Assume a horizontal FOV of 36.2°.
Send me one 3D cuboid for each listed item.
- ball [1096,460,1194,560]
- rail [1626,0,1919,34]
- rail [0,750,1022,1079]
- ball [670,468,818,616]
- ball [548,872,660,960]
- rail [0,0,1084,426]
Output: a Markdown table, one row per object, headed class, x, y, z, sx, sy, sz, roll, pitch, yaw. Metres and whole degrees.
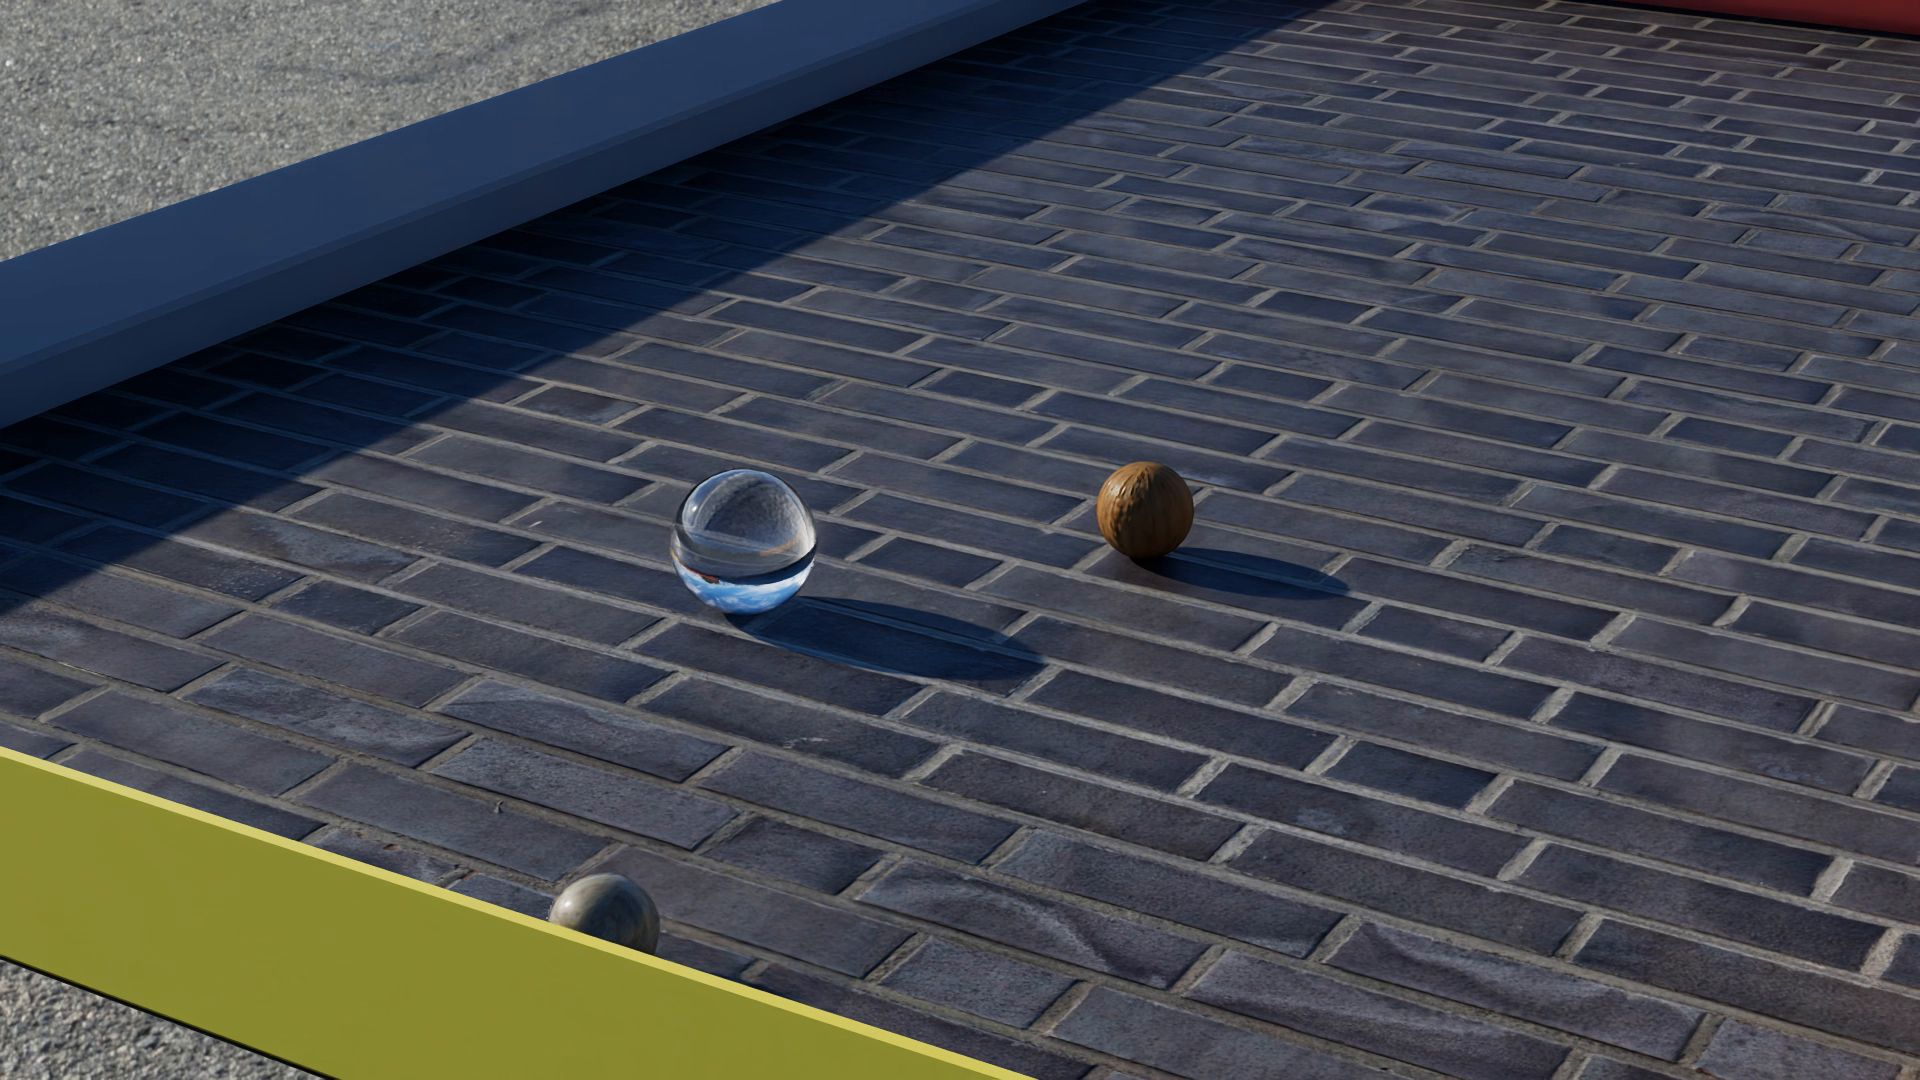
| class | x | y | z | sx | sy | sz | roll | pitch | yaw |
| --- | --- | --- | --- | --- | --- | --- | --- | --- | --- |
| ball | 0.130 | -0.021 | 2.061 | 0.069 | 0.069 | 0.069 | 0 | 23 | 0 |
| rail | 1.023 | -0.695 | 3.598 | 1.626 | 0.129 | 0.045 | 13 | 26 | 28 |
| rail | -0.333 | 0.193 | 1.469 | 1.626 | 0.129 | 0.045 | 13 | 26 | 28 |
| ball | -0.145 | 0.001 | 1.969 | 0.099 | 0.099 | 0.099 | 0 | 23 | 0 |
| ball | -0.186 | 0.203 | 1.536 | 0.059 | 0.059 | 0.059 | 0 | 23 | 0 |
| rail | -0.335 | -0.405 | 2.903 | 0.045 | 0.129 | 2.723 | 13 | 26 | 28 |
